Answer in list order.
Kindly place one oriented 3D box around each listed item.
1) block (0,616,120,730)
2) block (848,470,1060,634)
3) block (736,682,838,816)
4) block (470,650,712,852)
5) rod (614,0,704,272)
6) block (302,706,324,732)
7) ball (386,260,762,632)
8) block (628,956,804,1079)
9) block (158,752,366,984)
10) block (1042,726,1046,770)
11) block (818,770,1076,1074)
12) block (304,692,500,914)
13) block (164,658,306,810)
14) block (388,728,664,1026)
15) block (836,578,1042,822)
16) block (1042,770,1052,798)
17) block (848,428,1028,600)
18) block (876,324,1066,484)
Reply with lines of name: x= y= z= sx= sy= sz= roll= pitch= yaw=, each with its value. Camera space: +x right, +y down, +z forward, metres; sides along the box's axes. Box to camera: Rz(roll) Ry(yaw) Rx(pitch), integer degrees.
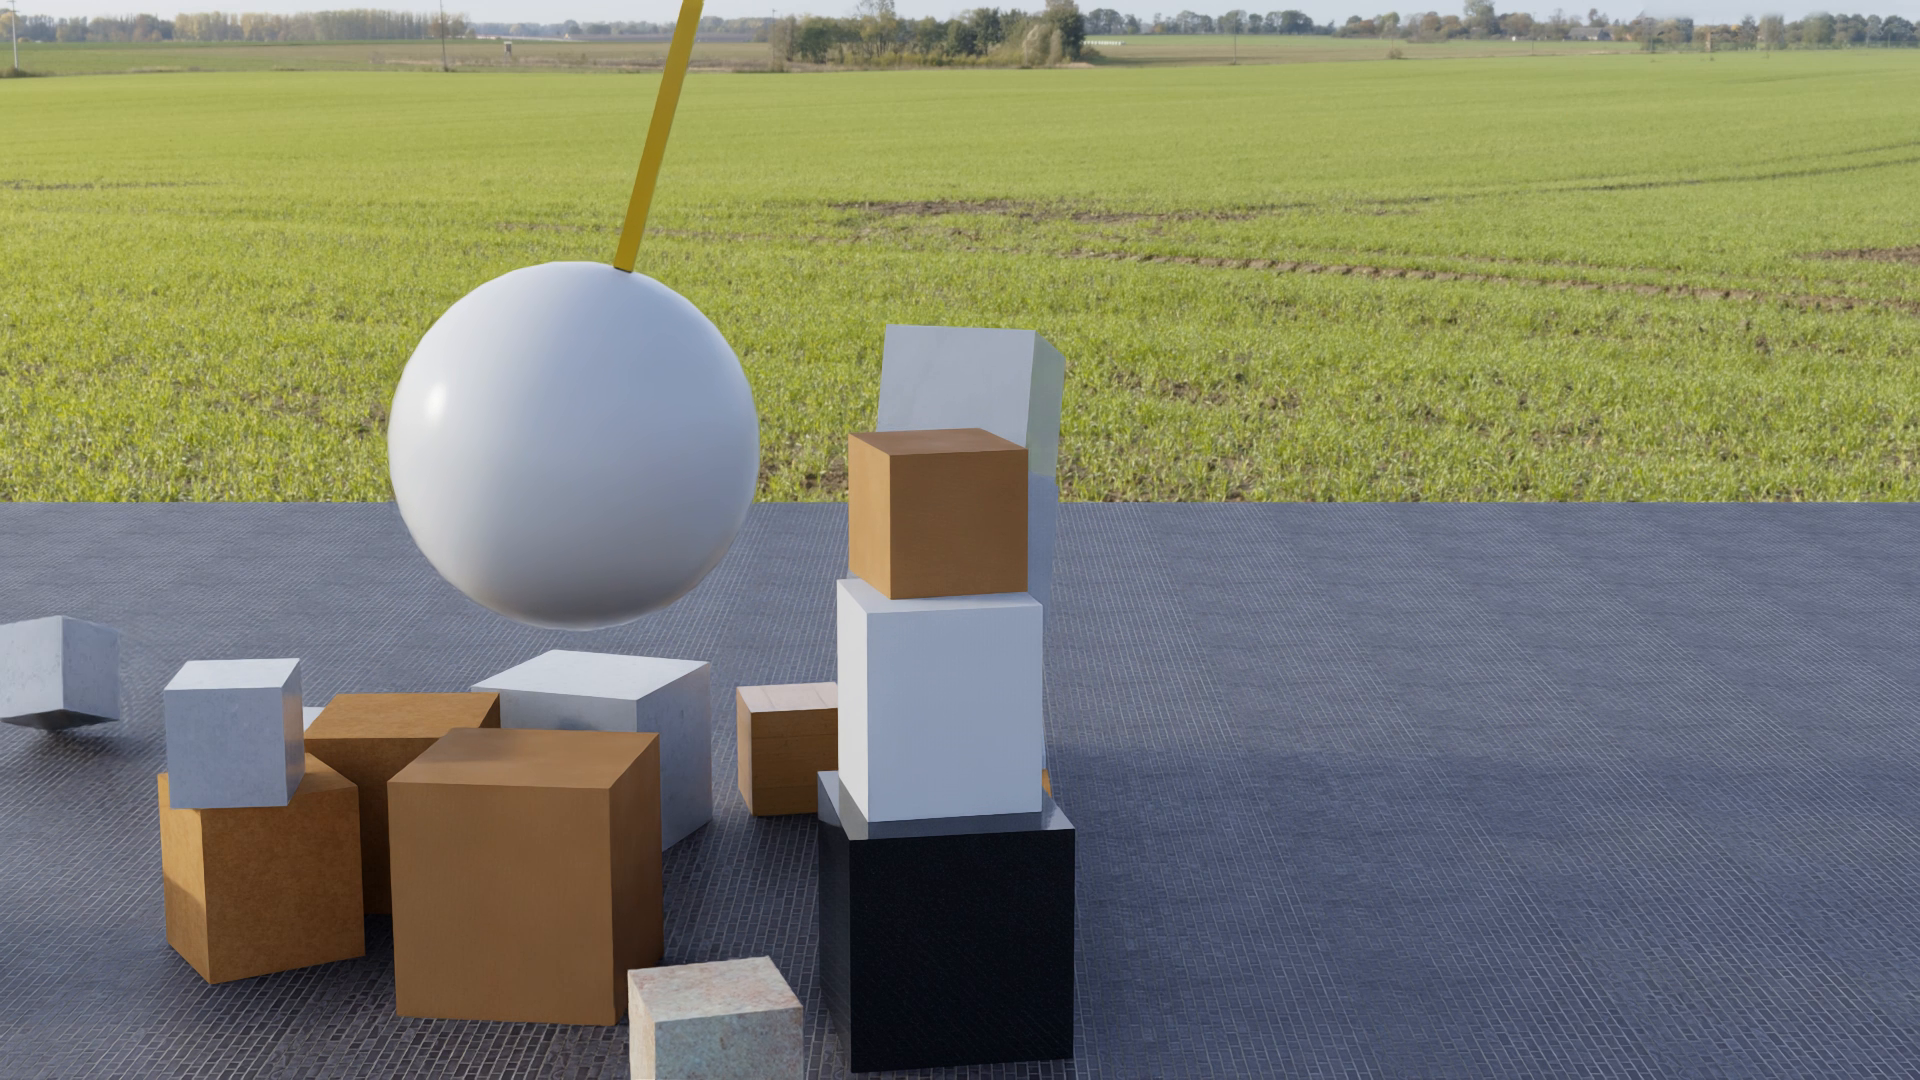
block: x=-4.808 y=0.713 z=13.647 sx=0.443 sy=0.499 sz=0.486 roll=-9 pitch=-13 yaw=17
block: x=-0.030 y=0.035 z=12.986 sx=0.829 sy=0.771 sz=0.792 roll=3 pitch=-6 yaw=17
block: x=-0.810 y=1.016 z=12.547 sx=0.492 sy=0.512 sz=0.531 roll=-2 pitch=11 yaw=-12
block: x=-1.698 y=0.997 z=11.933 sx=0.825 sy=0.769 sz=0.792 roll=3 pitch=11 yaw=18
rod: x=-0.720 y=-3.619 z=10.522 sx=0.080 sy=5.200 sz=0.080 roll=16 pitch=10 yaw=-3
block: x=-3.123 y=1.106 z=12.008 sx=0.663 sy=0.527 sz=0.565 roll=1 pitch=10 yaw=8
ball: x=-1.662 y=-0.405 z=11.107 sx=1.600 sy=1.600 sz=1.600 roll=0 pitch=10 yaw=0
block: x=-0.812 y=1.740 z=8.511 sx=0.485 sy=0.532 sz=0.502 roll=-3 pitch=11 yaw=-16
block: x=-2.825 y=1.312 z=10.370 sx=0.628 sy=0.708 sz=0.606 roll=-6 pitch=12 yaw=-32
block: x=-0.020 y=1.181 z=11.144 sx=0.764 sy=0.689 sz=0.686 roll=0 pitch=10 yaw=0
block: x=-0.069 y=1.381 z=9.564 sx=0.809 sy=0.861 sz=0.915 roll=-2 pitch=10 yaw=-10
block: x=-2.415 y=1.134 z=11.184 sx=0.723 sy=0.767 sz=0.789 roll=0 pitch=10 yaw=-2
block: x=-2.852 y=0.758 z=10.117 sx=0.442 sy=0.474 sz=0.497 roll=-1 pitch=10 yaw=-6
block: x=-1.661 y=1.283 z=9.945 sx=0.841 sy=0.917 sz=0.815 roll=1 pitch=10 yaw=6
block: x=-0.083 y=0.568 z=9.493 sx=0.641 sy=0.764 sz=0.629 roll=-2 pitch=11 yaw=-12
block: x=0.010 y=1.332 z=10.474 sx=0.718 sy=0.632 sz=0.673 roll=0 pitch=10 yaw=0
block: x=-0.089 y=-0.109 z=9.600 sx=0.523 sy=0.528 sz=0.604 roll=-3 pitch=11 yaw=-16
block: x=0.061 y=-0.679 z=13.139 sx=0.774 sy=0.691 sz=0.723 roll=4 pitch=-6 yaw=15
